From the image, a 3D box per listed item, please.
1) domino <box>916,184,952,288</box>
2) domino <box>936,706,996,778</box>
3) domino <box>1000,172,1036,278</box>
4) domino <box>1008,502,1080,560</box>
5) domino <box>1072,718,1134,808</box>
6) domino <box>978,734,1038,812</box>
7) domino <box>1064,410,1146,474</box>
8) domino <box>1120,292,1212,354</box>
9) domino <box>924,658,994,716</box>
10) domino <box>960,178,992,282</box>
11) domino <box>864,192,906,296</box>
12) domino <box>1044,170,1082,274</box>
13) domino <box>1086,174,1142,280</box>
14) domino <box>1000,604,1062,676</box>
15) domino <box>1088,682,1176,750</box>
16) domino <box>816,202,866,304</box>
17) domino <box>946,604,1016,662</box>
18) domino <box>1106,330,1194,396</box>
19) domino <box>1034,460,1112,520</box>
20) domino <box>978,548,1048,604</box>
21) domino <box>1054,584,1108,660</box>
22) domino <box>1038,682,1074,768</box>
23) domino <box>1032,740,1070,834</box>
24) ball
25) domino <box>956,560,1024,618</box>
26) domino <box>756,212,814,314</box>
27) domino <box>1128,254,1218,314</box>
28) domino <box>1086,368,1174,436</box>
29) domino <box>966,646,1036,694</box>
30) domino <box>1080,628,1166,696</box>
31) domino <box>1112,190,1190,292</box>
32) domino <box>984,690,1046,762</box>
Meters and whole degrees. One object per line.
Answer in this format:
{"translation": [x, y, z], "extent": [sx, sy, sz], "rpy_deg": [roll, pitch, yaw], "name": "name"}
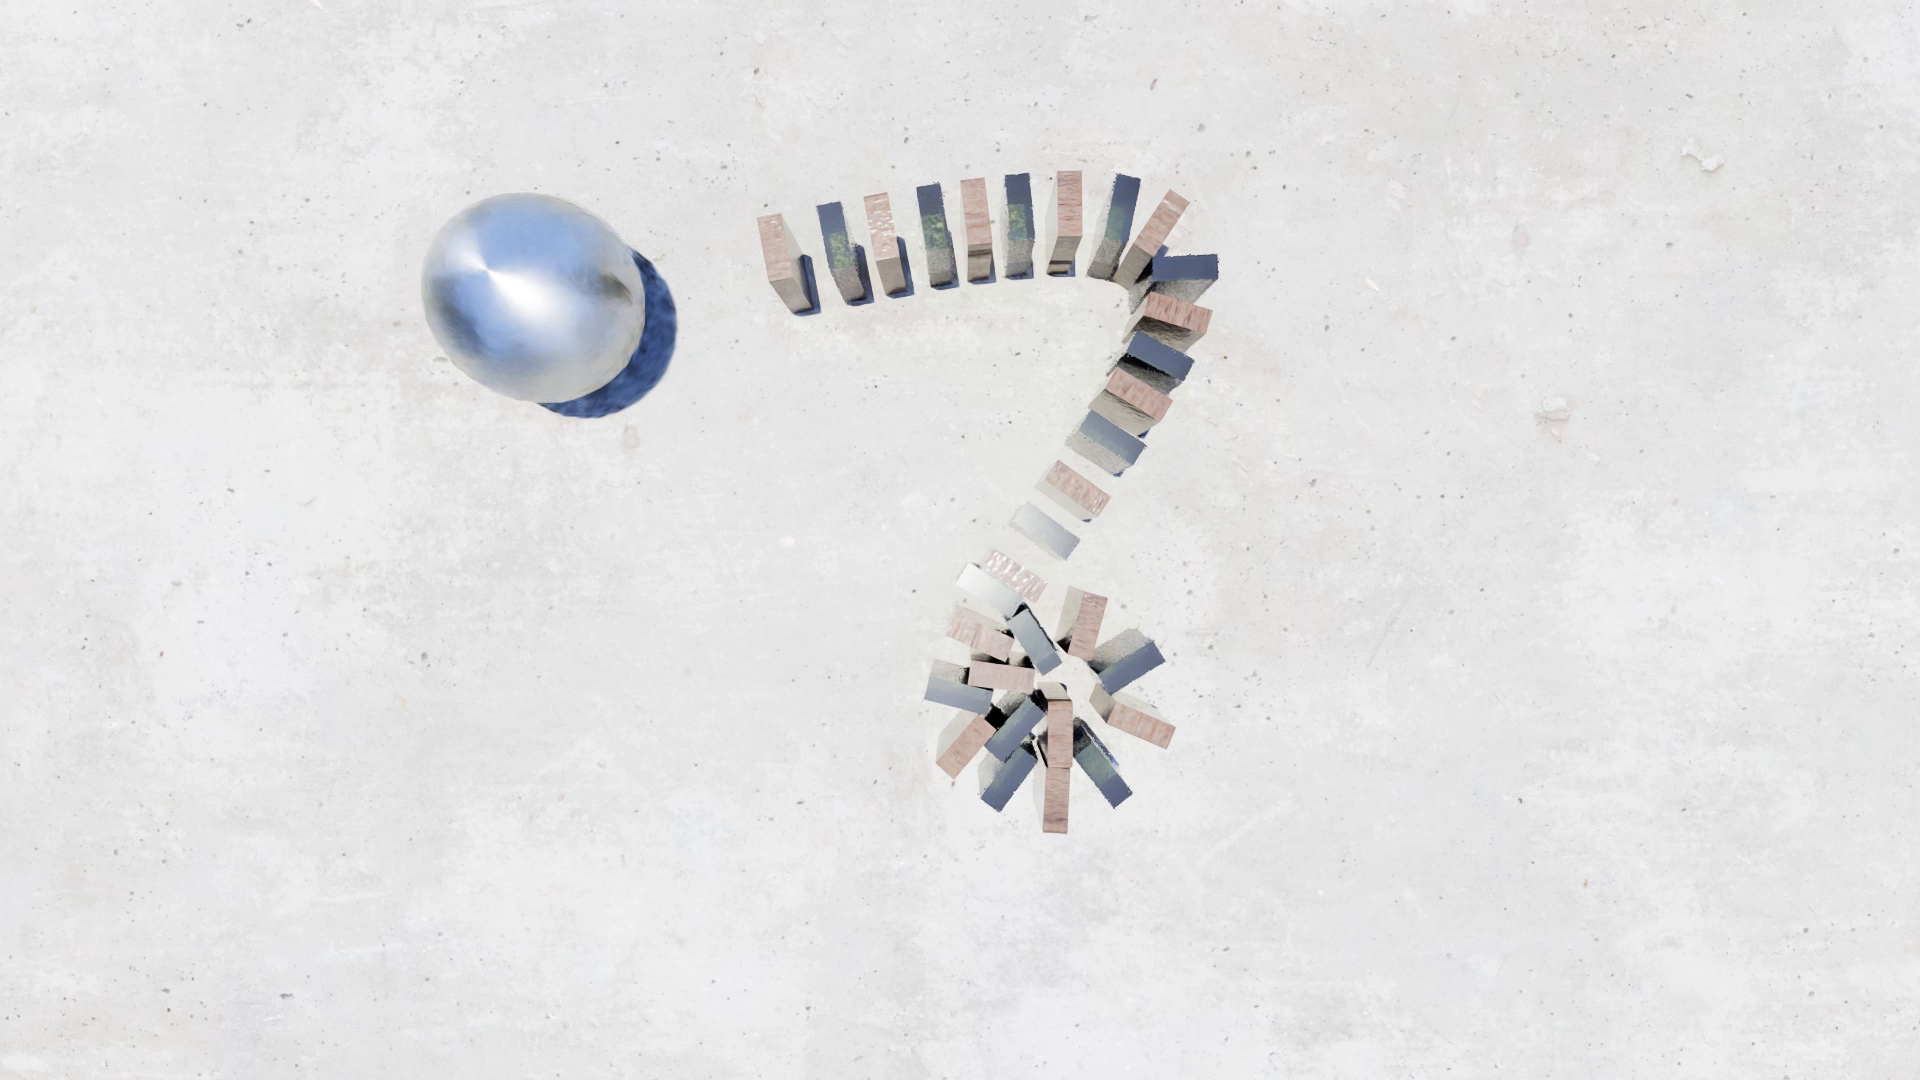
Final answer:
{"translation": [-0.010, -0.123, 0.375], "extent": [0.010, 0.050, 0.025], "rpy_deg": [-9, 90, 0], "name": "domino"}
{"translation": [0.002, 0.079, 0.375], "extent": [0.010, 0.050, 0.025], "rpy_deg": [41, 90, 0], "name": "domino"}
{"translation": [0.023, -0.128, 0.375], "extent": [0.009, 0.050, 0.025], "rpy_deg": [-5, 90, 0], "name": "domino"}
{"translation": [0.033, -0.004, 0.375], "extent": [0.025, 0.050, 0.009], "rpy_deg": [36, 90, 0], "name": "domino"}
{"translation": [0.055, 0.090, 0.375], "extent": [0.009, 0.050, 0.025], "rpy_deg": [-39, 90, 0], "name": "domino"}
{"translation": [0.019, 0.092, 0.375], "extent": [0.009, 0.050, 0.025], "rpy_deg": [36, 90, 0], "name": "domino"}
{"translation": [0.058, -0.039, 0.375], "extent": [0.025, 0.050, 0.009], "rpy_deg": [33, 90, 0], "name": "domino"}
{"translation": [0.083, -0.087, 0.375], "extent": [0.025, 0.050, 0.009], "rpy_deg": [17, 90, 0], "name": "domino"}
{"translation": [0.000, 0.059, 0.375], "extent": [0.025, 0.050, 0.009], "rpy_deg": [15, 90, 0], "name": "domino"}
{"translation": [0.006, -0.126, 0.375], "extent": [0.009, 0.050, 0.025], "rpy_deg": [-7, 90, 0], "name": "domino"}
{"translation": [-0.030, -0.120, 0.375], "extent": [0.009, 0.050, 0.025], "rpy_deg": [-11, 90, 0], "name": "domino"}
{"translation": [0.042, -0.129, 0.375], "extent": [0.010, 0.050, 0.025], "rpy_deg": [-1, 90, 0], "name": "domino"}
{"translation": [0.062, -0.127, 0.375], "extent": [0.009, 0.050, 0.025], "rpy_deg": [12, 90, 0], "name": "domino"}
{"translation": [0.029, 0.039, 0.375], "extent": [0.009, 0.050, 0.025], "rpy_deg": [-34, 90, 0], "name": "domino"}
{"translation": [0.069, 0.071, 0.375], "extent": [0.025, 0.050, 0.010], "rpy_deg": [23, 90, 0], "name": "domino"}
{"translation": [-0.048, -0.116, 0.375], "extent": [0.010, 0.050, 0.025], "rpy_deg": [-11, 90, 0], "name": "domino"}
{"translation": [0.008, 0.037, 0.375], "extent": [0.025, 0.050, 0.009], "rpy_deg": [24, 90, 0], "name": "domino"}
{"translation": [0.077, -0.070, 0.375], "extent": [0.025, 0.050, 0.010], "rpy_deg": [27, 90, 0], "name": "domino"}
{"translation": [0.045, -0.020, 0.375], "extent": [0.025, 0.050, 0.010], "rpy_deg": [35, 90, 0], "name": "domino"}
{"translation": [0.021, 0.014, 0.375], "extent": [0.025, 0.050, 0.009], "rpy_deg": [32, 90, 0], "name": "domino"}
{"translation": [0.049, 0.033, 0.375], "extent": [0.009, 0.050, 0.025], "rpy_deg": [15, 90, 0], "name": "domino"}
{"translation": [0.038, 0.074, 0.375], "extent": [0.009, 0.050, 0.025], "rpy_deg": [0, 90, 0], "name": "domino"}
{"translation": [0.037, 0.100, 0.375], "extent": [0.010, 0.050, 0.025], "rpy_deg": [3, 90, 0], "name": "domino"}
{"translation": [-0.166, -0.094, 0.360], "extent": [0.080, 0.080, 0.080], "rpy_deg": [0, 90, 0], "name": "ball"}
{"translation": [0.012, 0.019, 0.375], "extent": [0.025, 0.050, 0.010], "rpy_deg": [32, 90, 0], "name": "domino"}
{"translation": [-0.071, -0.112, 0.375], "extent": [0.009, 0.050, 0.025], "rpy_deg": [-11, 90, 0], "name": "domino"}
{"translation": [0.086, -0.104, 0.375], "extent": [0.025, 0.050, 0.010], "rpy_deg": [-3, 90, 0], "name": "domino"}
{"translation": [0.068, -0.056, 0.375], "extent": [0.025, 0.050, 0.010], "rpy_deg": [31, 90, 0], "name": "domino"}
{"translation": [0.016, 0.052, 0.375], "extent": [0.025, 0.050, 0.009], "rpy_deg": [8, 90, 0], "name": "domino"}
{"translation": [0.066, 0.049, 0.375], "extent": [0.025, 0.050, 0.010], "rpy_deg": [-32, 90, 0], "name": "domino"}
{"translation": [0.077, -0.121, 0.375], "extent": [0.010, 0.050, 0.025], "rpy_deg": [34, 90, 0], "name": "domino"}
{"translation": [0.021, 0.073, 0.375], "extent": [0.010, 0.050, 0.025], "rpy_deg": [42, 90, 0], "name": "domino"}
